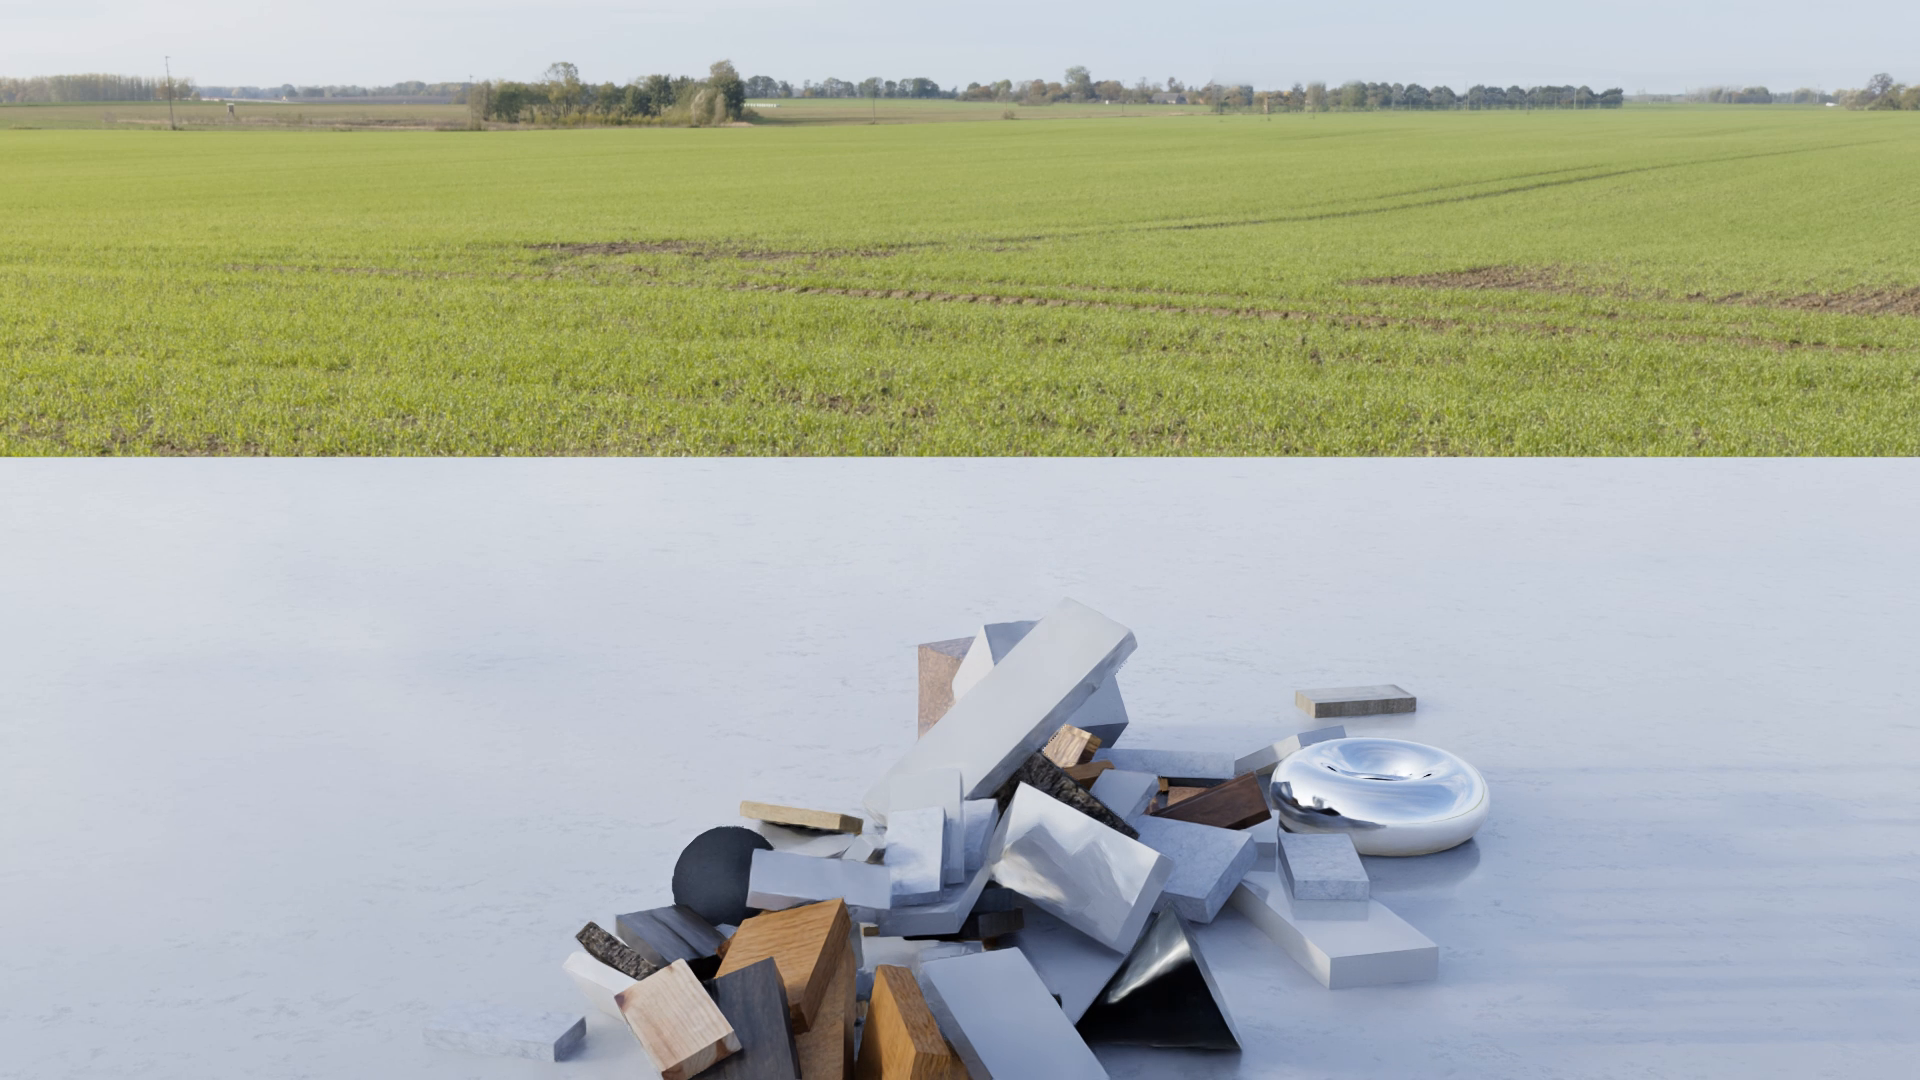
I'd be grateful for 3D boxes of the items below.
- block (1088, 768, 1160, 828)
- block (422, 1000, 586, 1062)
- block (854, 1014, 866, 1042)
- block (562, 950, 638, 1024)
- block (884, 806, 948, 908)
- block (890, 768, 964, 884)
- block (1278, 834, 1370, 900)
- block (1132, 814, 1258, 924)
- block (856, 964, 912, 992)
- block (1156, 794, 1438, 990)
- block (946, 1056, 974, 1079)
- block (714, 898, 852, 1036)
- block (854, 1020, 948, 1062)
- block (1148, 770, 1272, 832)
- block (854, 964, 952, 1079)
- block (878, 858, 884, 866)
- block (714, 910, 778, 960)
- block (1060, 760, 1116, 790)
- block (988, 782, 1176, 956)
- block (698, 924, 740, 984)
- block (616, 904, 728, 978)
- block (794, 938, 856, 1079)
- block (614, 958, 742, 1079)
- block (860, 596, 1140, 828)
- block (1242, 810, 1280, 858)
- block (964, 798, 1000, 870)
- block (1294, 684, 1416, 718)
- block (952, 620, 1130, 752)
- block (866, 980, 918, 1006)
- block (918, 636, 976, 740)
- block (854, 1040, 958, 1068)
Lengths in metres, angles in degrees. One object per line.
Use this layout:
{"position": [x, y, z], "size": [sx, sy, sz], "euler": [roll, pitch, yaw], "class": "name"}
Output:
{"position": [0.250, 0.462, 3.721], "size": [0.101, 0.029, 0.202], "euler": [3, 32, 32], "class": "block"}
{"position": [-0.637, 0.686, 3.074], "size": [0.200, 0.028, 0.100], "euler": [3, 11, 15], "class": "block"}
{"position": [-0.147, 0.673, 3.033], "size": [0.069, 0.020, 0.138], "euler": [-10, -5, -6], "class": "block"}
{"position": [-0.468, 0.647, 3.093], "size": [0.203, 0.101, 0.029], "euler": [11, 51, 46], "class": "block"}
{"position": [-0.067, 0.473, 3.288], "size": [0.087, 0.025, 0.174], "euler": [-7, 37, 8], "class": "block"}
{"position": [-0.050, 0.442, 3.373], "size": [0.110, 0.031, 0.220], "euler": [-9, 36, 6], "class": "block"}
{"position": [0.594, 0.534, 3.603], "size": [0.118, 0.033, 0.236], "euler": [0, 11, 2], "class": "block"}
{"position": [0.293, 0.532, 3.651], "size": [0.354, 0.050, 0.177], "euler": [5, 33, 35], "class": "block"}
{"position": [-0.221, 0.651, 3.177], "size": [0.294, 0.025, 0.087], "euler": [-6, -7, -23], "class": "block"}
{"position": [0.523, 0.564, 3.670], "size": [0.177, 0.050, 0.833], "euler": [-3, 11, -15], "class": "block"}
{"position": [-0.011, 0.718, 2.924], "size": [0.149, 0.021, 0.074], "euler": [-8, 13, -38], "class": "block"}
{"position": [-0.252, 0.589, 2.989], "size": [0.152, 0.043, 0.304], "euler": [-14, 14, 12], "class": "block"}
{"position": [-0.185, 0.695, 2.955], "size": [0.392, 0.014, 0.048], "euler": [-9, 7, -18], "class": "block"}
{"position": [0.415, 0.474, 3.741], "size": [0.217, 0.026, 0.091], "euler": [-24, 39, 7], "class": "block"}
{"position": [-0.074, 0.646, 2.705], "size": [0.042, 0.149, 0.299], "euler": [11, 6, -12], "class": "block"}
{"position": [-0.111, 0.544, 3.783], "size": [0.157, 0.022, 0.079], "euler": [-7, -9, -33], "class": "block"}
{"position": [-0.279, 0.565, 3.266], "size": [0.113, 0.032, 0.226], "euler": [-39, -6, 10], "class": "block"}
{"position": [0.183, 0.431, 3.806], "size": [0.202, 0.101, 0.029], "euler": [-1, 49, -55], "class": "block"}
{"position": [0.179, 0.519, 3.501], "size": [0.324, 0.162, 0.046], "euler": [22, -8, 46], "class": "block"}
{"position": [-0.383, 0.636, 3.345], "size": [0.100, 0.028, 0.200], "euler": [6, 12, 31], "class": "block"}
{"position": [-0.427, 0.609, 3.325], "size": [0.113, 0.032, 0.226], "euler": [-6, 12, -28], "class": "block"}
{"position": [-0.217, 0.653, 2.879], "size": [0.152, 0.043, 0.477], "euler": [-17, 14, 2], "class": "block"}
{"position": [-0.358, 0.608, 2.774], "size": [0.101, 0.029, 0.203], "euler": [-28, 26, -16], "class": "block"}
{"position": [0.069, 0.307, 3.710], "size": [0.515, 0.046, 0.162], "euler": [-43, 44, -19], "class": "block"}
{"position": [0.502, 0.503, 3.790], "size": [0.091, 0.026, 0.183], "euler": [2, 11, 10], "class": "block"}
{"position": [-0.008, 0.464, 3.453], "size": [0.110, 0.031, 0.220], "euler": [-6, 14, 10], "class": "block"}
{"position": [0.871, 0.354, 4.846], "size": [0.236, 0.033, 0.118], "euler": [-2, 11, -12], "class": "block"}
{"position": [0.150, 0.314, 4.248], "size": [0.235, 0.235, 0.235], "euler": [-4, -31, -20], "class": "block"}
{"position": [-0.063, 0.651, 3.159], "size": [0.138, 0.020, 0.069], "euler": [-18, -1, -22], "class": "block"}
{"position": [0.059, 0.324, 4.531], "size": [0.209, 0.209, 0.209], "euler": [-7, 13, -33], "class": "block"}
{"position": [-0.065, 0.708, 2.977], "size": [0.148, 0.021, 0.074], "euler": [-9, 14, -39], "class": "block"}
